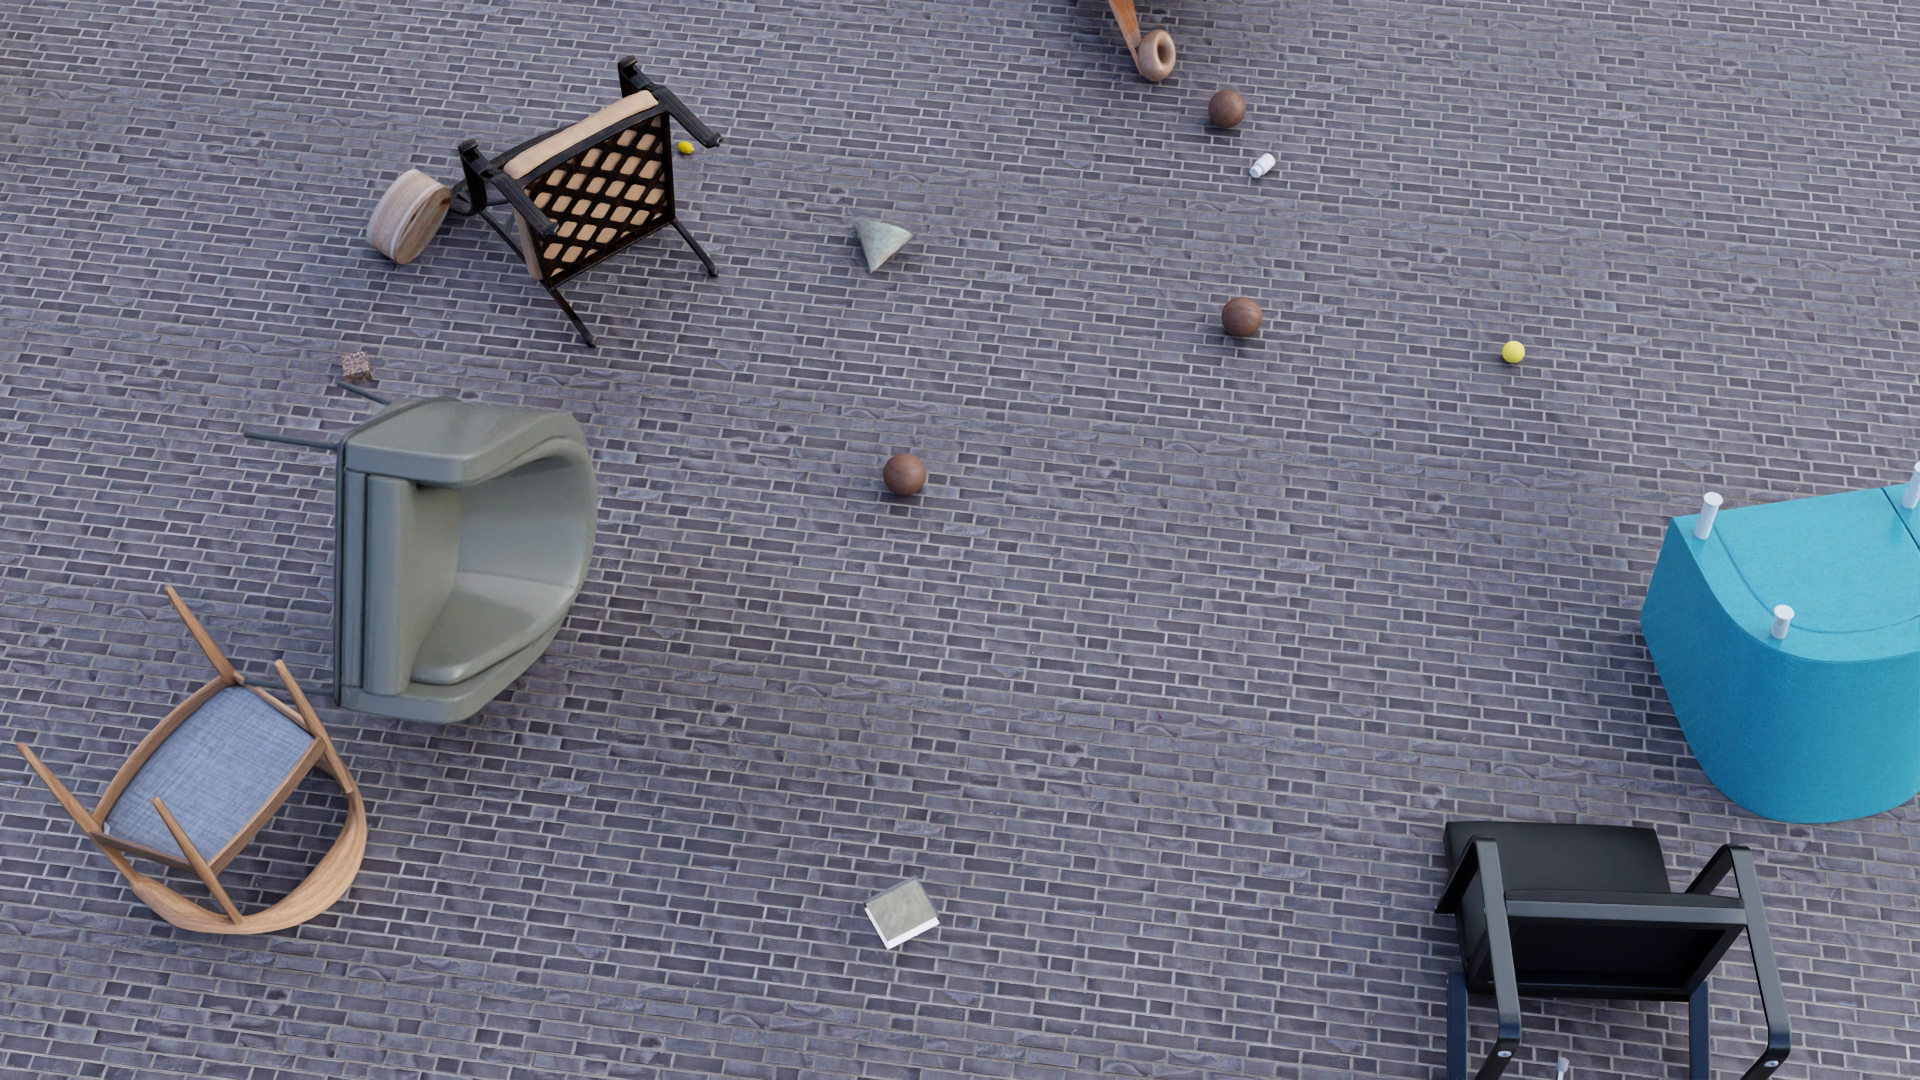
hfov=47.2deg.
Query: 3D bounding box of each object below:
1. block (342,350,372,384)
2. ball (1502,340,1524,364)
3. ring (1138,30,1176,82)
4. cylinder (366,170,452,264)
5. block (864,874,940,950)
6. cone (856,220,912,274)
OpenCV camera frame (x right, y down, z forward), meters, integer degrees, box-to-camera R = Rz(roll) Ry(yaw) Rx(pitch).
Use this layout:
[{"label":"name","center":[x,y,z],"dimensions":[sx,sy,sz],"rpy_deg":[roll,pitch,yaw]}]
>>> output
[{"label":"block","center":[-1.896,-0.543,6.913],"dimensions":[0.079,0.043,0.083],"rpy_deg":[-12,57,-8]},{"label":"ball","center":[1.744,-0.592,6.929],"dimensions":[0.070,0.070,0.070],"rpy_deg":[0,56,0]},{"label":"ring","center":[0.682,-1.681,7.627],"dimensions":[0.140,0.082,0.199],"rpy_deg":[29,59,-35]},{"label":"cylinder","center":[-1.798,-1.054,7.168],"dimensions":[0.136,0.162,0.294],"rpy_deg":[31,85,19]},{"label":"block","center":[-0.155,0.994,5.875],"dimensions":[0.157,0.053,0.135],"rpy_deg":[-24,60,-16]},{"label":"cone","center":[-0.270,-0.941,7.165],"dimensions":[0.201,0.147,0.156],"rpy_deg":[13,83,20]}]
